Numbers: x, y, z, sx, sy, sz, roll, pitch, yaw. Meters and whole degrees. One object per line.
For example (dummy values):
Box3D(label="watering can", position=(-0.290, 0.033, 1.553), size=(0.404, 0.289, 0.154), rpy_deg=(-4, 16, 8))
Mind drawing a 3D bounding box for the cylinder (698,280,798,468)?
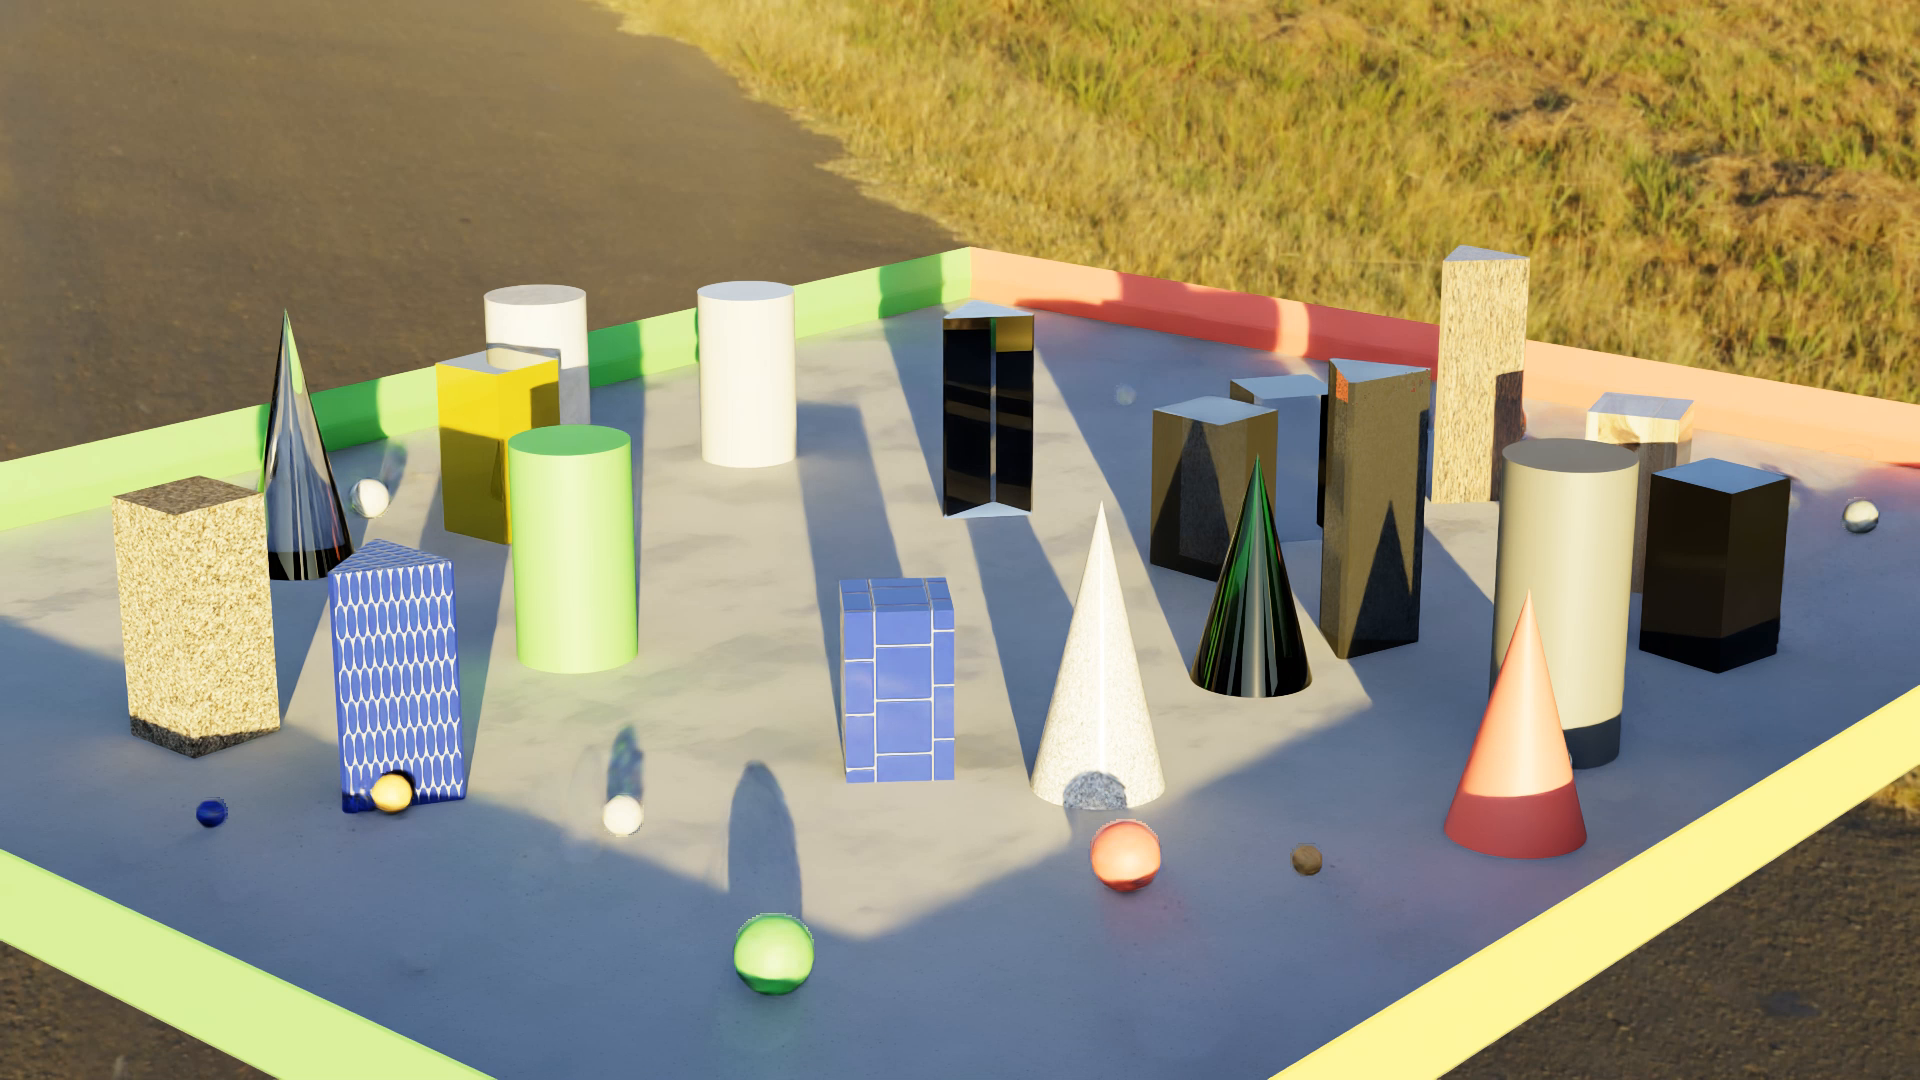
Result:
Box3D(label="cylinder", position=(-0.433, -0.340, 5.984), size=(0.197, 0.344, 0.197), rpy_deg=(0, 17, 0))

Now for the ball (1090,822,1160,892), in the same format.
Box3D(label="ball", position=(0.220, 0.421, 3.895), size=(0.093, 0.093, 0.093), rpy_deg=(0, 17, 0))

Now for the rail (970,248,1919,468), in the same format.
Box3D(label="rail", position=(1.229, -0.376, 6.475), size=(3.232, 0.128, 0.045), rpy_deg=(14, 22, 39))

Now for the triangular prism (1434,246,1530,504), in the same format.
Box3D(label="triangular prism", position=(0.989, -0.325, 5.702), size=(0.171, 0.477, 0.148), rpy_deg=(-3, 17, -9))

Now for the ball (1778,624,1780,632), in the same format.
Box3D(label="ball", position=(1.334, 0.141, 4.879), size=(0.061, 0.061, 0.061), rpy_deg=(0, 17, 0))

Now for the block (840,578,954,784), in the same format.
Box3D(label="block", position=(-0.094, 0.205, 4.319), size=(0.158, 0.261, 0.158), rpy_deg=(-1, 17, -5))

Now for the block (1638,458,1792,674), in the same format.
Box3D(label="block", position=(1.234, 0.040, 4.797), size=(0.158, 0.302, 0.158), rpy_deg=(-13, 21, -38))

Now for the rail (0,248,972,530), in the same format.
Box3D(label="rail", position=(-1.202, -0.269, 6.119), size=(0.045, 0.128, 3.797), rpy_deg=(14, 22, 39))

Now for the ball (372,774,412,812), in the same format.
Box3D(label="ball", position=(-0.803, 0.358, 4.147), size=(0.055, 0.055, 0.055), rpy_deg=(0, 17, 0))

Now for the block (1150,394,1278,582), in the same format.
Box3D(label="block", position=(0.456, -0.095, 5.268), size=(0.158, 0.287, 0.158), rpy_deg=(-16, 23, -42))

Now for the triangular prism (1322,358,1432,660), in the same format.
Box3D(label="triangular prism", position=(0.653, -0.059, 4.840), size=(0.171, 0.466, 0.148), rpy_deg=(-11, 20, -32))

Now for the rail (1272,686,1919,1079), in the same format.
Box3D(label="rail", position=(1.202, 0.333, 4.120), size=(0.045, 0.128, 3.797), rpy_deg=(14, 22, 39))

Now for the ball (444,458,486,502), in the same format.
Box3D(label="ball", position=(-0.962, -0.117, 5.696), size=(0.084, 0.084, 0.084), rpy_deg=(0, 17, 0))

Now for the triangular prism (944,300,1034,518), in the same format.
Box3D(label="triangular prism", position=(0.041, -0.253, 5.617), size=(0.171, 0.389, 0.148), rpy_deg=(-3, 17, -10))

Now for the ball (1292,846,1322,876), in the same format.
Box3D(label="ball", position=(0.468, 0.432, 3.949), size=(0.041, 0.041, 0.041), rpy_deg=(0, 17, 0))

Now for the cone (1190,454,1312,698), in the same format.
Box3D(label="cone", position=(0.468, 0.041, 4.666), size=(0.197, 0.375, 0.197), rpy_deg=(0, 17, 0))

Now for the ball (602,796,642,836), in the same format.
Box3D(label="ball", position=(-0.470, 0.383, 4.083), size=(0.056, 0.056, 0.056), rpy_deg=(0, 17, 0))

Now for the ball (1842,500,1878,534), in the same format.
Box3D(label="ball", position=(1.684, -0.043, 5.483), size=(0.064, 0.064, 0.064), rpy_deg=(0, 17, 0))

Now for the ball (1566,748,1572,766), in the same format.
Box3D(label="ball", position=(0.867, 0.323, 4.288), size=(0.054, 0.054, 0.054), rpy_deg=(0, 17, 0))

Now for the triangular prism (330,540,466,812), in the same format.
Box3D(label="triangular prism", position=(-0.817, 0.189, 4.208), size=(0.171, 0.356, 0.148), rpy_deg=(-6, 18, -18))

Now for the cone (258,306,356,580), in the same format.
Box3D(label="cone", position=(-1.190, -0.184, 5.238), size=(0.197, 0.476, 0.197), rpy_deg=(0, 17, 0))

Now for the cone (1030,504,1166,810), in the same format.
Box3D(label="cone", position=(0.200, 0.150, 4.208), size=(0.197, 0.430, 0.197), rpy_deg=(0, 17, 0))

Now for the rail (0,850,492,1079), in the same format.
Box3D(label="rail", position=(-1.229, 0.441, 3.764), size=(3.232, 0.128, 0.045), rpy_deg=(14, 22, 39))

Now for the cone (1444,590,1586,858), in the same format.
Box3D(label="cone", position=(0.776, 0.237, 4.049), size=(0.197, 0.356, 0.197), rpy_deg=(0, 17, 0))

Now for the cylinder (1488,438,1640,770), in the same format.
Box3D(label="cylinder", position=(0.893, 0.094, 4.353), size=(0.197, 0.455, 0.197), rpy_deg=(0, 17, 0))

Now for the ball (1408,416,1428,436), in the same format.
Box3D(label="ball", position=(0.965, -0.240, 6.173), size=(0.044, 0.044, 0.044), rpy_deg=(0, 17, 0))

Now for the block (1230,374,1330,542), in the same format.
Box3D(label="block", position=(0.604, -0.152, 5.476), size=(0.158, 0.277, 0.158), rpy_deg=(-5, 17, -16))

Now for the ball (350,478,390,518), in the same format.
Box3D(label="ball", position=(-1.125, -0.079, 5.586), size=(0.075, 0.075, 0.075), rpy_deg=(0, 17, 0))

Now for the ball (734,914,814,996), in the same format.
Box3D(label="ball", position=(-0.228, 0.509, 3.593), size=(0.099, 0.099, 0.099), rpy_deg=(0, 17, 0))

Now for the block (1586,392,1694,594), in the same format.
Box3D(label="block", position=(1.193, -0.083, 5.178), size=(0.158, 0.317, 0.158), rpy_deg=(7, 18, 22))

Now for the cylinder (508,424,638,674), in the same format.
Box3D(label="cylinder", position=(-0.630, 0.013, 4.779), size=(0.197, 0.364, 0.197), rpy_deg=(0, 17, 0))

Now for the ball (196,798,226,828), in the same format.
Box3D(label="ball", position=(-1.050, 0.383, 4.112), size=(0.041, 0.041, 0.041), rpy_deg=(0, 17, 0))

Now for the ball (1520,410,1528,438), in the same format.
Box3D(label="ball", position=(1.135, -0.244, 6.106), size=(0.090, 0.090, 0.090), rpy_deg=(0, 17, 0))

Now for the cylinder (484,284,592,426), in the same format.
Box3D(label="cylinder", position=(-0.825, -0.291, 5.746), size=(0.197, 0.387, 0.197), rpy_deg=(0, 17, 0))

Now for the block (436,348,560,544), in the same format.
Box3D(label="block", position=(-0.859, -0.177, 5.481), size=(0.158, 0.323, 0.158), rpy_deg=(12, 21, 35))

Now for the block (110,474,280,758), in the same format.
Box3D(label="block", position=(-1.151, 0.113, 4.422), size=(0.158, 0.377, 0.158), rpy_deg=(14, 21, 38))

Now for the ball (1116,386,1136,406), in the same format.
Box3D(label="ball", position=(0.364, -0.317, 6.427), size=(0.044, 0.044, 0.044), rpy_deg=(0, 17, 0))
